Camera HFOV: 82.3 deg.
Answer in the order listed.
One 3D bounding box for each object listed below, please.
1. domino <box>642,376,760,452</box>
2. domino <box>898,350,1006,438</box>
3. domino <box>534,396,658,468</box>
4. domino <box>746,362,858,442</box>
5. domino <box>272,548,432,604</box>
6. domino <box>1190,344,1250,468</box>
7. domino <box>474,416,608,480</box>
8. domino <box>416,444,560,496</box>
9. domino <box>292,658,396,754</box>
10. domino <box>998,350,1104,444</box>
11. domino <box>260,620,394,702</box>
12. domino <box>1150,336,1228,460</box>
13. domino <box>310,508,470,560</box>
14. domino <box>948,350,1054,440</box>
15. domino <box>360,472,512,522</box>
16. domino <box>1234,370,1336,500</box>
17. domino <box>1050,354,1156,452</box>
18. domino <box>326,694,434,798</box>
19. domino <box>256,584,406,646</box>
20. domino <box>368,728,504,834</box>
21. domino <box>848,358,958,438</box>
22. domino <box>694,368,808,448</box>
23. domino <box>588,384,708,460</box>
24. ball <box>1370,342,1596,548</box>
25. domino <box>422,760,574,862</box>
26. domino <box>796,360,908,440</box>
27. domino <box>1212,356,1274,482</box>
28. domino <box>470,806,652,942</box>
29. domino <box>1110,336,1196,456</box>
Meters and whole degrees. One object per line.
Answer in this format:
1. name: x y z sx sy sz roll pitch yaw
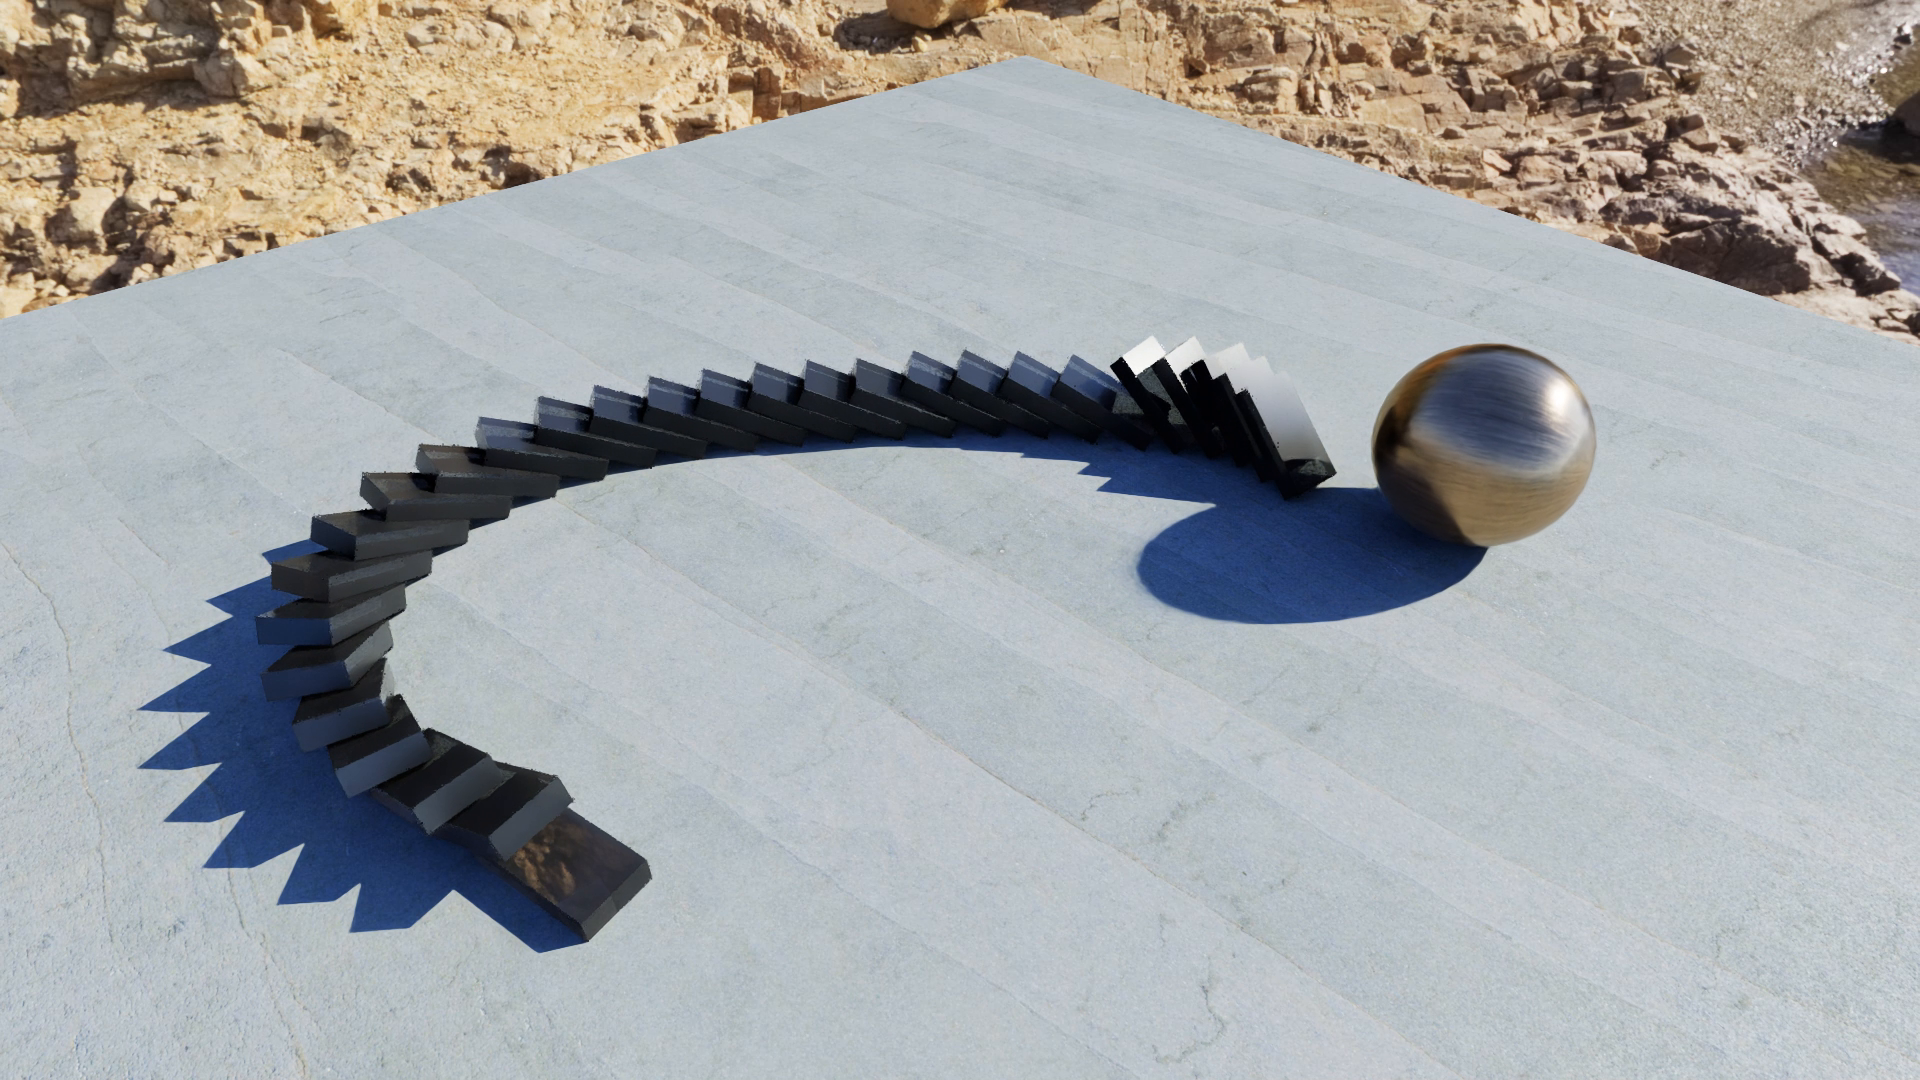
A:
1. domino: -0.117 -0.057 0.497 0.050 0.009 0.025 14 34 -23
2. domino: -0.002 -0.068 0.510 0.050 0.010 0.025 23 38 -12
3. domino: -0.161 -0.048 0.485 0.050 0.010 0.025 11 32 -29
4. domino: -0.072 -0.063 0.504 0.050 0.010 0.025 18 35 -19
5. domino: -0.227 0.011 0.413 0.025 0.010 0.050 12 14 14
6. domino: 0.125 -0.060 0.492 0.025 0.009 0.050 -24 88 -28
7. domino: -0.180 -0.039 0.475 0.050 0.009 0.025 6 31 -36
8. domino: -0.198 -0.029 0.462 0.050 0.010 0.025 0 30 -45
9. domino: -0.201 0.053 0.362 0.025 0.010 0.050 -19 16 -22
10. domino: 0.044 -0.066 0.508 0.050 0.009 0.025 28 40 -6
11. domino: -0.215 0.040 0.377 0.025 0.009 0.050 -9 13 -11
12. domino: 0.109 -0.064 0.496 0.025 0.009 0.050 -37 96 -36
13. domino: -0.222 -0.004 0.431 0.025 0.010 0.050 20 16 22
14. domino: 0.021 -0.068 0.510 0.050 0.010 0.025 25 39 -9
15. domino: -0.213 -0.018 0.448 0.025 0.009 0.050 32 22 33
16. domino: 0.140 -0.045 0.474 0.025 0.009 0.050 -26 89 -28
17. domino: 0.068 -0.063 0.505 0.050 0.010 0.025 31 43 -2
18. domino: -0.185 0.064 0.349 0.025 0.009 0.050 -26 20 -28
19. domino: -0.224 0.026 0.394 0.025 0.010 0.050 1 11 0
20. domino: -0.163 0.073 0.338 0.050 0.010 0.025 3 32 45
21. domino: -0.026 -0.065 0.508 0.050 0.010 0.025 18 36 -18
22. domino: -0.094 -0.060 0.501 0.050 0.010 0.025 16 35 -21
23. domino: -0.139 -0.052 0.491 0.050 0.009 0.025 13 33 -26
24. ball: 0.204 -0.037 0.433 0.080 0.080 0.080 0 39 0
25. domino: -0.142 0.080 0.331 0.050 0.010 0.025 0 32 40
26. domino: -0.049 -0.064 0.506 0.050 0.009 0.025 18 36 -18
27. domino: 0.133 -0.053 0.483 0.025 0.010 0.050 -25 89 -28
28. domino: -0.119 0.095 0.327 0.050 0.009 0.025 23 44 25
29. domino: 0.093 -0.066 0.501 0.025 0.010 0.050 -37 91 -36
